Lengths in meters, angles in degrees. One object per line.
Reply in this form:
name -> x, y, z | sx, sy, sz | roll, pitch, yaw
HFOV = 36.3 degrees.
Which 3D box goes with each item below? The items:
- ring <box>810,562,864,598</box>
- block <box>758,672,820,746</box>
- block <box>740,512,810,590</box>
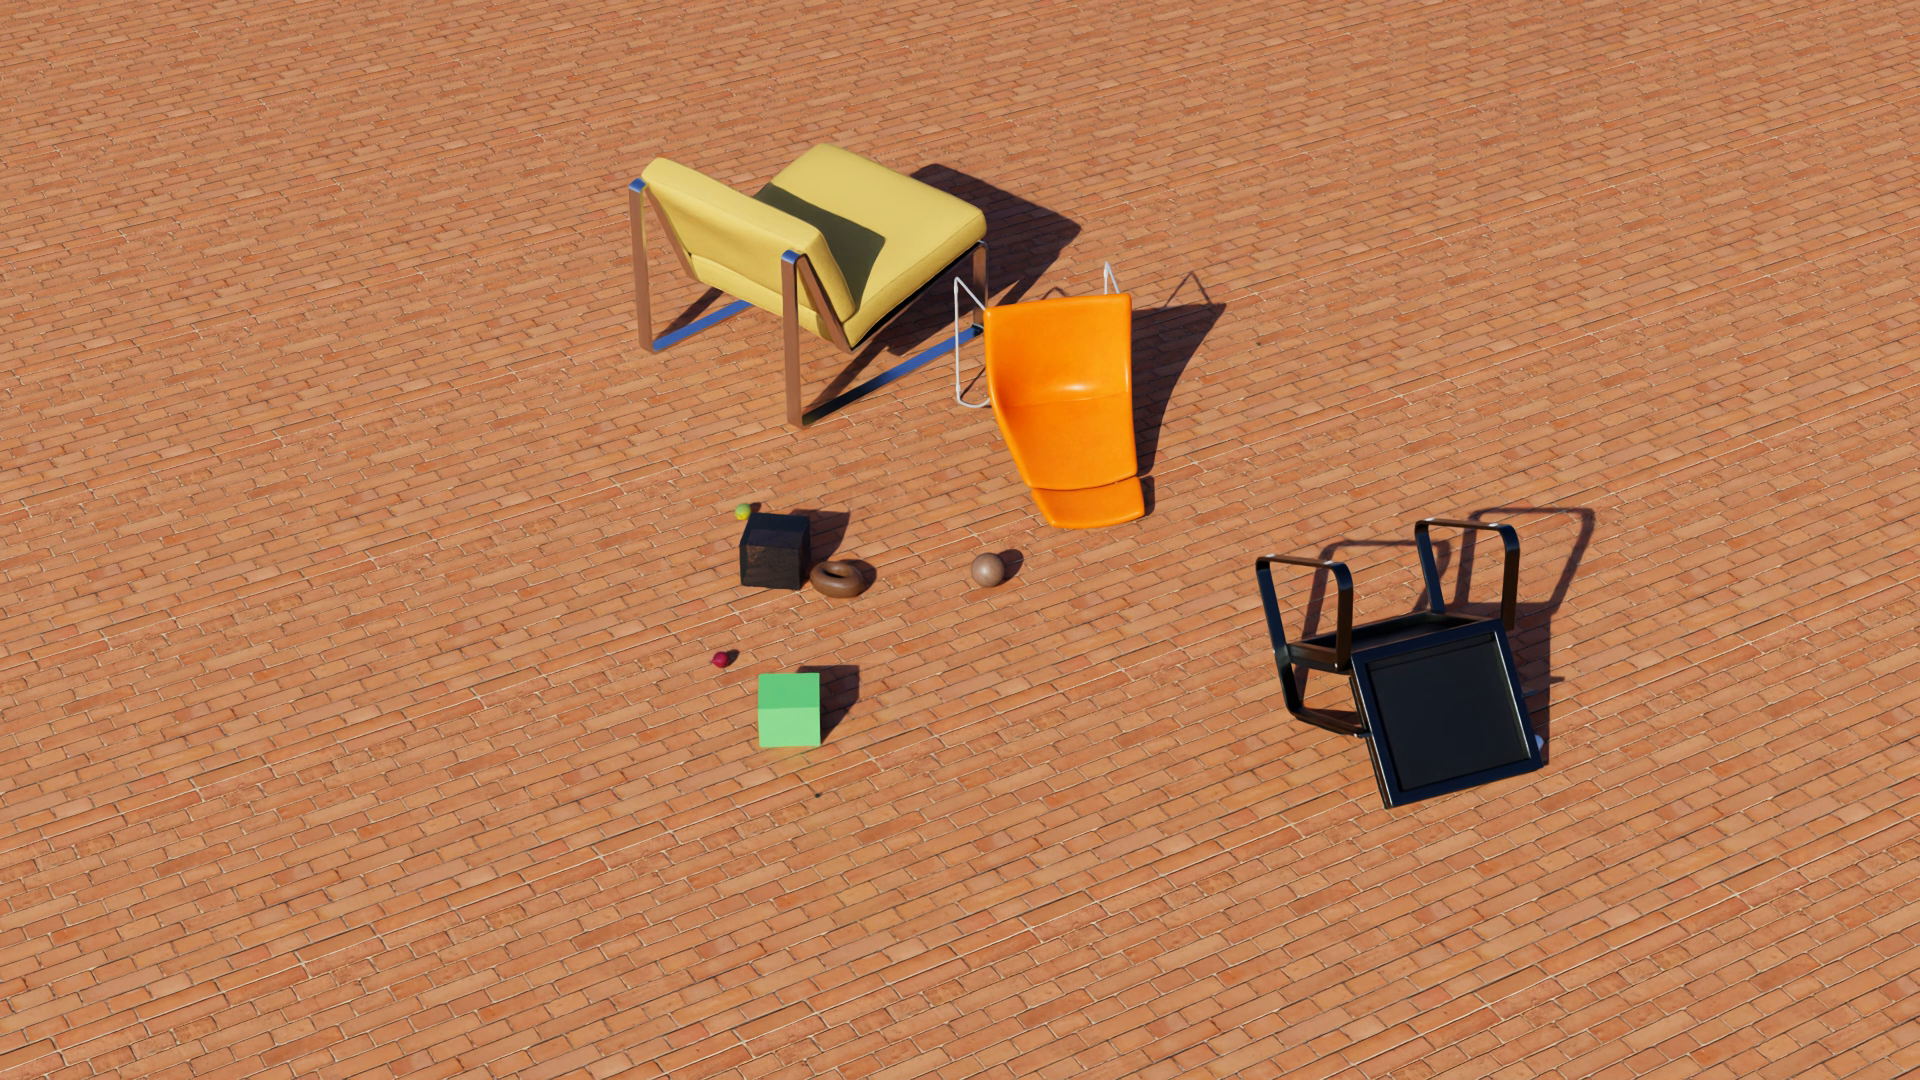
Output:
ring -> -0.448, 0.145, 10.652 | 0.213, 0.082, 0.157 | 17, 36, 26
block -> -0.577, 0.575, 9.927 | 0.204, 0.160, 0.197 | -1, 33, -2
block -> -0.675, 0.041, 10.719 | 0.218, 0.180, 0.220 | 5, 34, 7
